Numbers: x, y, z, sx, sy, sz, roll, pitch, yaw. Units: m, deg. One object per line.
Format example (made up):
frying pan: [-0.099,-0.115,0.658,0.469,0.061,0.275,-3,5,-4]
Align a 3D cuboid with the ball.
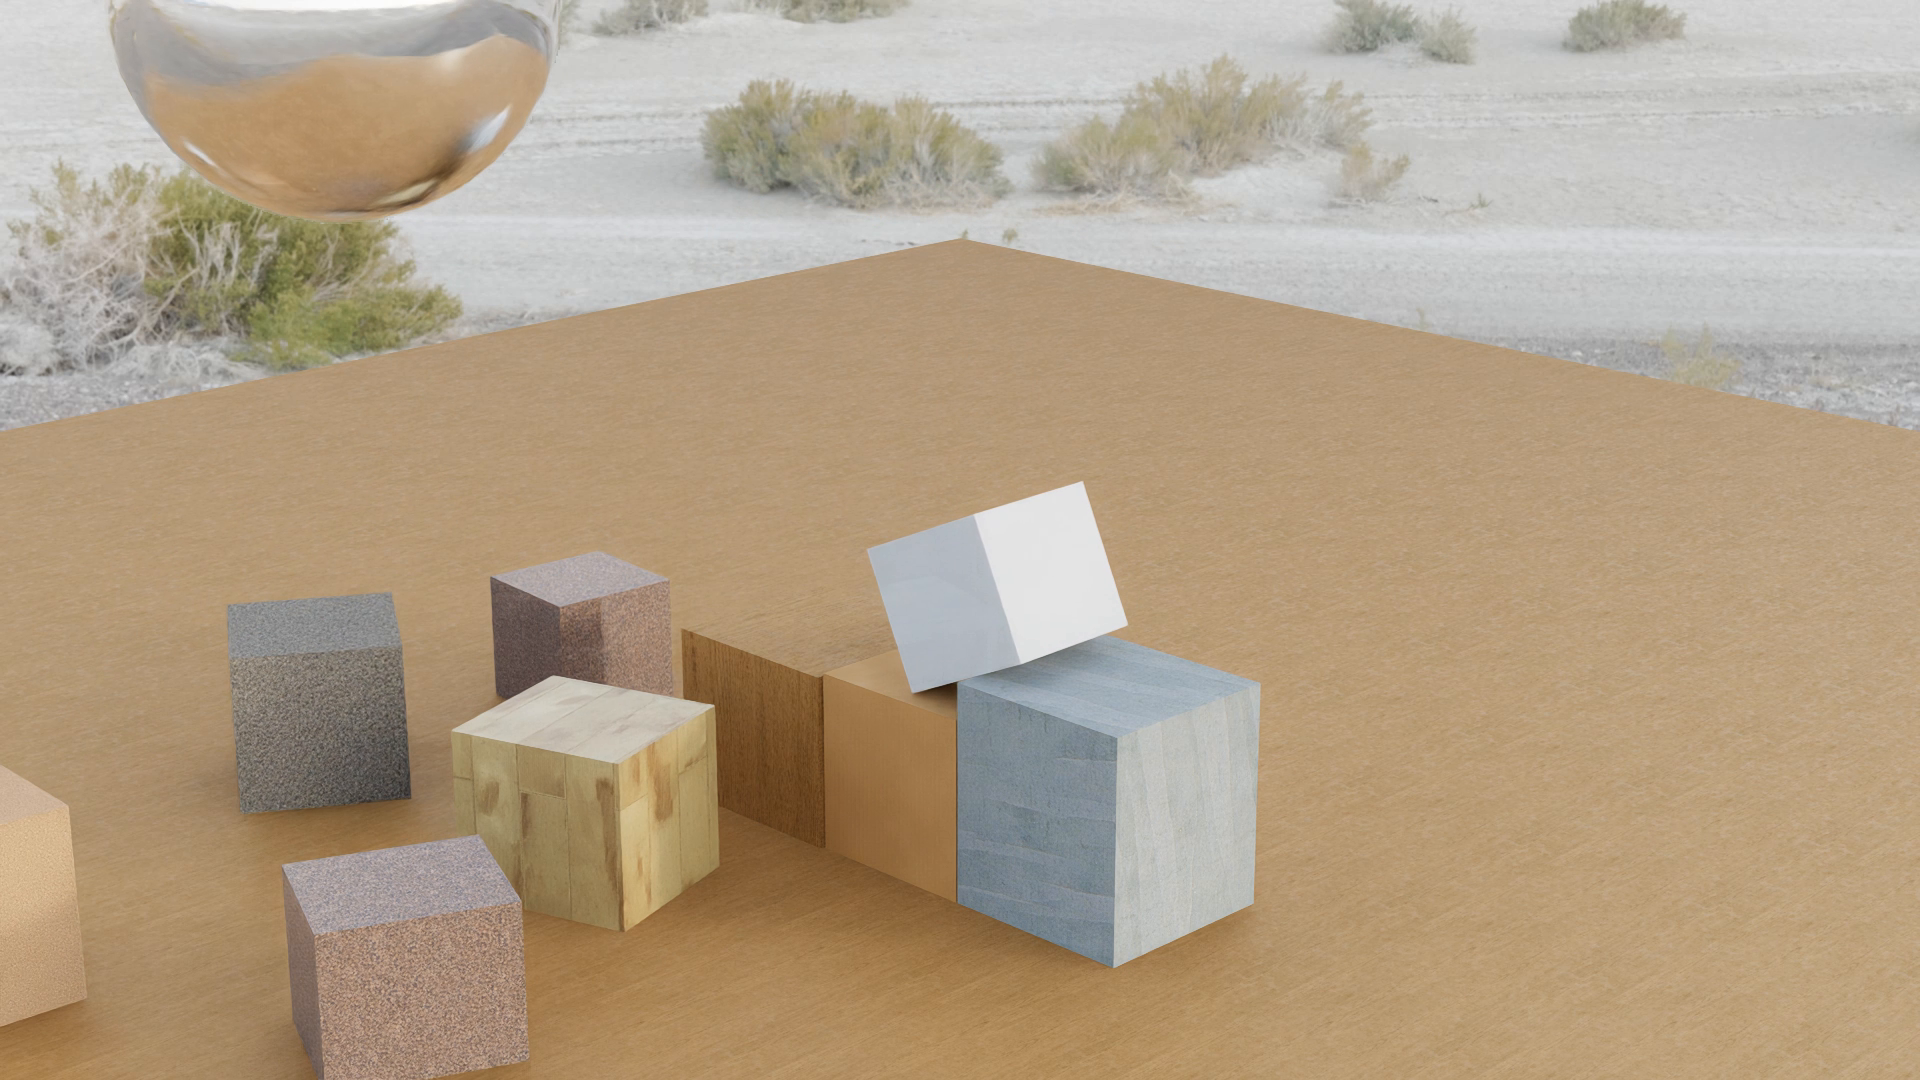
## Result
ball: [-2.217,-1.933,10.410,1.600,1.600,1.600,0,17,0]

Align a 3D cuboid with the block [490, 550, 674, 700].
block: [-2.008,0.518,15.586,0.689,0.666,0.664,-14,22,-38]

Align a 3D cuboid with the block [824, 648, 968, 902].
block: [0.016,1.018,13.651,0.862,0.873,0.966,17,24,42]

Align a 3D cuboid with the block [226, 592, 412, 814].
block: [-3.174,0.793,14.497,0.812,0.794,0.838,-4,18,-13]

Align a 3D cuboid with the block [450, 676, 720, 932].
block: [-1.685,1.177,13.276,0.882,0.794,0.801,9,19,25]

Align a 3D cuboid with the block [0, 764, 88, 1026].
block: [-4.255,1.490,12.155,0.846,0.868,0.877,-16,23,-40]

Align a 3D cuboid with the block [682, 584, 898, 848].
block: [-0.660,0.834,14.270,0.959,0.852,0.980,-17,24,-42]

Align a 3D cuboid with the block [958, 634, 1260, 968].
block: [0.653,1.128,13.000,0.935,1.053,0.944,-17,24,-42]

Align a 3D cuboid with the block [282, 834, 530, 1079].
block: [-2.232,1.697,11.788,0.811,0.695,0.718,-7,19,-21]

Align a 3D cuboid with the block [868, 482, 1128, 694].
block: [0.169,0.213,13.213,0.725,0.681,0.718,-17,0,-45]
